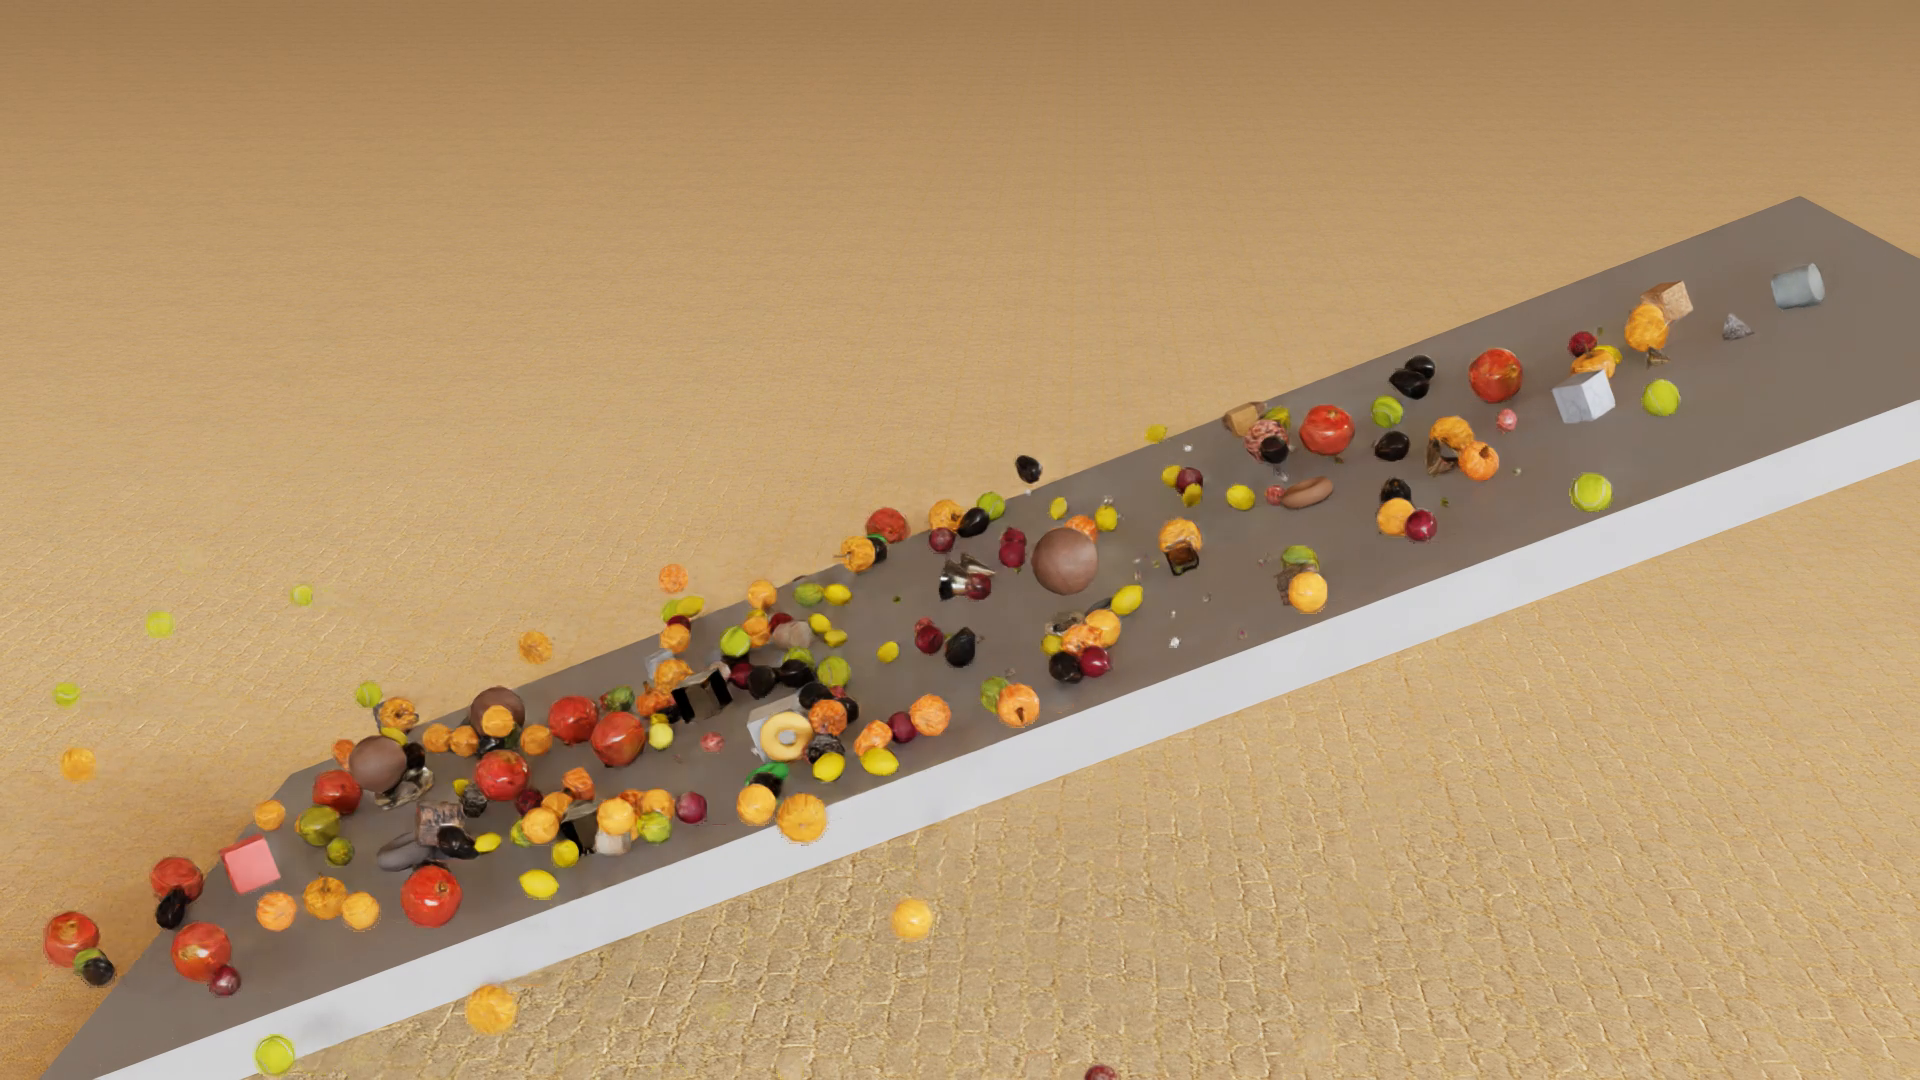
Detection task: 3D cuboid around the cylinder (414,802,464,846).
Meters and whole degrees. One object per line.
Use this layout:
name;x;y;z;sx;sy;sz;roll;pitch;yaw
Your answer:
cylinder;-1.083;0.590;6.115;0.090;0.090;0.090;4;12;-17

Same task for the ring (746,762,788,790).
ring;-0.371;0.454;5.650;0.087;0.029;0.087;-20;12;5

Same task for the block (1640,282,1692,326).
block;1.523;-0.511;6.344;0.069;0.069;0.069;-29;13;-27

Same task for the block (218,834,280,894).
block;-1.548;0.706;6.406;0.094;0.094;0.094;-23;8;-19

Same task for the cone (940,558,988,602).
cone;0.015;0.096;6.480;0.096;0.096;0.096;9;16;14

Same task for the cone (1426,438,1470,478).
cone;0.983;-0.163;5.878;0.080;0.080;0.080;2;13;-13

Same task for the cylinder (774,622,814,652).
cylinder;-0.374;0.216;6.602;0.065;0.065;0.065;-11;2;-39

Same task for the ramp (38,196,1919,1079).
ramp;0.124;0.173;6.290;4.000;0.100;2.000;-21;12;7

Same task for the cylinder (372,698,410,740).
cylinder;-1.431;0.452;7.404;0.076;0.076;0.076;-9;29;5

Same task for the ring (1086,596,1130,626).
ring;0.292;0.140;5.819;0.094;0.031;0.094;-21;13;5

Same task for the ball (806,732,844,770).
ball;-0.254;0.401;5.569;0.071;0.071;0.071;0;14;0

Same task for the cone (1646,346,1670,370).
cone;1.430;-0.370;6.009;0.050;0.050;0.050;8;15;10

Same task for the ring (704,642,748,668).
ring;-0.536;0.266;6.747;0.110;0.037;0.110;-19;13;5

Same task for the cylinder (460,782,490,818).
cylinder;-1.036;0.554;6.273;0.057;0.057;0.057;13;48;-15

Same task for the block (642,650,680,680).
block;-0.700;0.293;6.883;0.054;0.054;0.054;-29;13;-27

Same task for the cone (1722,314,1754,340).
cone;1.584;-0.425;5.964;0.057;0.057;0.057;17;20;28

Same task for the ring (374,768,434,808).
ring;-1.272;0.568;6.732;0.145;0.048;0.145;-23;12;5

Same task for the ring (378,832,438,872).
ring;-1.157;0.650;6.168;0.139;0.046;0.139;-21;12;5

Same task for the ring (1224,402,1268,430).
ring;0.680;-0.297;7.007;0.113;0.038;0.113;-21;13;5

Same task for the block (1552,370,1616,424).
block;1.240;-0.284;5.846;0.077;0.077;0.077;-31;15;-35

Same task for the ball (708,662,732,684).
ball;-0.538;0.300;6.557;0.056;0.056;0.056;0;14;0

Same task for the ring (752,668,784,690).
ring;-0.420;0.302;6.406;0.076;0.025;0.076;-24;15;7

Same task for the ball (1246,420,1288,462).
ball;0.679;-0.220;6.506;0.095;0.095;0.095;0;14;0

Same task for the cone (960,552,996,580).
cone;0.042;0.069;6.567;0.080;0.080;0.080;7;15;7

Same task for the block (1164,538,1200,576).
block;0.449;0.034;5.944;0.052;0.052;0.052;-20;12;13

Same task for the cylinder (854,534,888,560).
cylinder;-0.218;0.016;7.206;0.057;0.057;0.057;-12;0;-40

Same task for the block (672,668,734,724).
block;-0.558;0.338;6.363;0.082;0.082;0.082;-17;13;26

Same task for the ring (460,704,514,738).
ring;-1.139;0.436;7.074;0.137;0.046;0.137;-20;12;5

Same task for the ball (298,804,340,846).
ball;-1.438;0.640;6.604;0.094;0.094;0.094;0;14;0

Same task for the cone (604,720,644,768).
cone;-0.736;0.425;6.282;0.092;0.092;0.092;-21;12;5

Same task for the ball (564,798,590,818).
ball;-0.750;0.548;5.823;0.070;0.070;0.070;0;14;0

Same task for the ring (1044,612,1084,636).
ring;0.207;0.168;5.859;0.083;0.028;0.083;-21;13;5

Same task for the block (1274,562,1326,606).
block;0.624;0.081;5.410;0.058;0.058;0.058;-29;14;-29

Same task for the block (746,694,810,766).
block;-0.354;0.376;5.799;0.095;0.095;0.095;-21;12;7

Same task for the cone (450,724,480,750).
cone;-1.161;0.479;6.962;0.067;0.067;0.067;22;20;16

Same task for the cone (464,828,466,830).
cone;-1.085;0.599;6.243;0.054;0.054;0.054;-21;12;5

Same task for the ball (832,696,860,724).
ball;-0.227;0.338;5.827;0.056;0.056;0.056;0;14;0

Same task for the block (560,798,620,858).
block;-0.715;0.558;5.701;0.076;0.076;0.076;-18;13;22

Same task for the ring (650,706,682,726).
ring;-0.640;0.386;6.437;0.079;0.026;0.079;-21;13;5

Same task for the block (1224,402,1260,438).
block;0.665;-0.280;6.903;0.060;0.060;0.060;-24;12;-6

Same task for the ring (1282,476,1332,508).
ring;0.717;-0.097;6.071;0.111;0.037;0.111;-23;11;5

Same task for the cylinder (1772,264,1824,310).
cylinder;1.710;-0.516;6.005;0.078;0.078;0.078;-14;4;36

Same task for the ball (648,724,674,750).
ball;-0.634;0.415;6.228;0.055;0.055;0.055;0;14;0
